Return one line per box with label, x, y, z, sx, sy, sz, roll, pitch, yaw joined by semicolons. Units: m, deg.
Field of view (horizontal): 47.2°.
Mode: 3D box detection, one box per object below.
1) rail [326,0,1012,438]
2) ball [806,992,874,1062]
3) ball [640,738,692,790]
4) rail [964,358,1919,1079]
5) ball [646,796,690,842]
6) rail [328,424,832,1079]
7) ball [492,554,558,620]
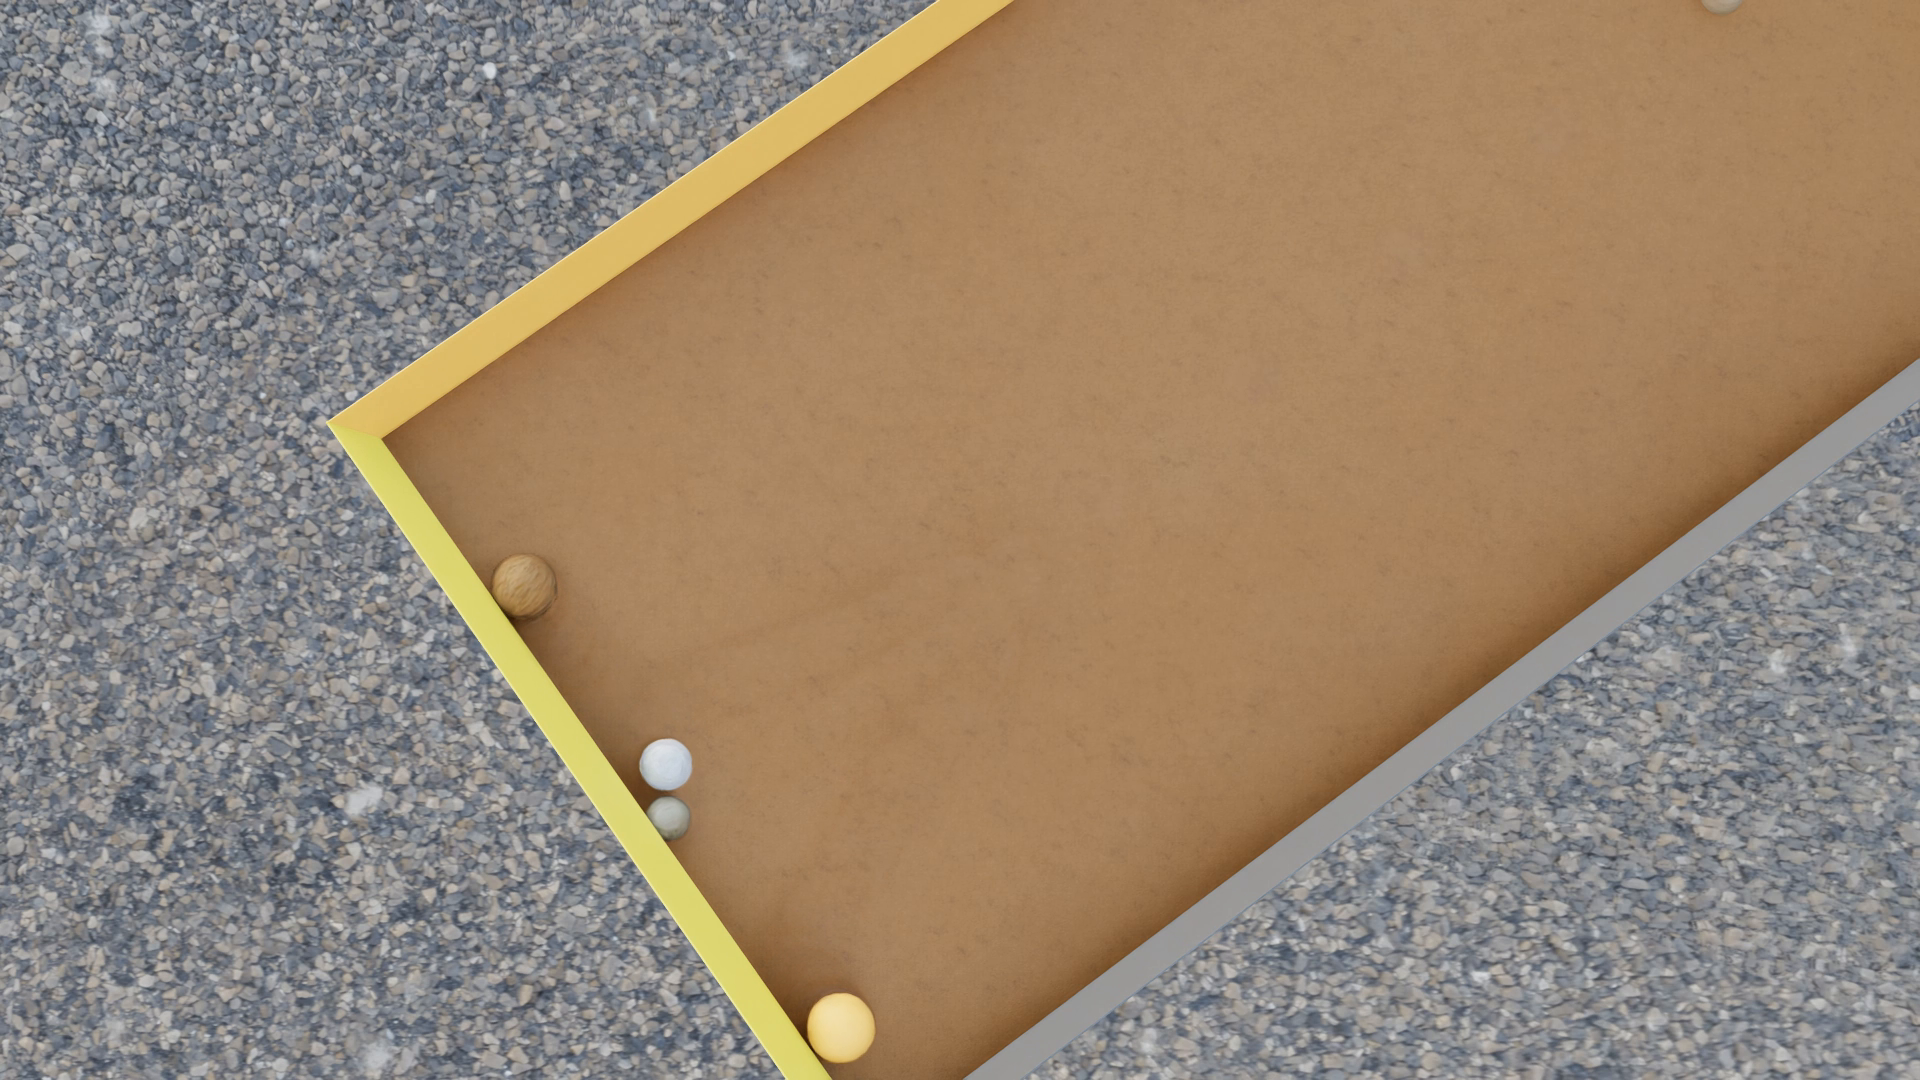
rail;0.141;-0.905;3.416;2.619;0.127;0.045;-36;82;-6
ball;-0.171;0.698;3.146;0.098;0.098;0.098;0;80;0
ball;-0.431;0.329;3.223;0.076;0.076;0.076;0;80;0
rail;0.915;0.134;3.231;2.619;0.127;0.045;-36;82;-6
ball;-0.427;0.407;3.214;0.066;0.066;0.066;0;80;0
rail;-0.509;0.363;3.190;0.045;0.127;1.357;-36;82;-6
ball;-0.645;0.070;3.259;0.095;0.095;0.095;0;80;0
